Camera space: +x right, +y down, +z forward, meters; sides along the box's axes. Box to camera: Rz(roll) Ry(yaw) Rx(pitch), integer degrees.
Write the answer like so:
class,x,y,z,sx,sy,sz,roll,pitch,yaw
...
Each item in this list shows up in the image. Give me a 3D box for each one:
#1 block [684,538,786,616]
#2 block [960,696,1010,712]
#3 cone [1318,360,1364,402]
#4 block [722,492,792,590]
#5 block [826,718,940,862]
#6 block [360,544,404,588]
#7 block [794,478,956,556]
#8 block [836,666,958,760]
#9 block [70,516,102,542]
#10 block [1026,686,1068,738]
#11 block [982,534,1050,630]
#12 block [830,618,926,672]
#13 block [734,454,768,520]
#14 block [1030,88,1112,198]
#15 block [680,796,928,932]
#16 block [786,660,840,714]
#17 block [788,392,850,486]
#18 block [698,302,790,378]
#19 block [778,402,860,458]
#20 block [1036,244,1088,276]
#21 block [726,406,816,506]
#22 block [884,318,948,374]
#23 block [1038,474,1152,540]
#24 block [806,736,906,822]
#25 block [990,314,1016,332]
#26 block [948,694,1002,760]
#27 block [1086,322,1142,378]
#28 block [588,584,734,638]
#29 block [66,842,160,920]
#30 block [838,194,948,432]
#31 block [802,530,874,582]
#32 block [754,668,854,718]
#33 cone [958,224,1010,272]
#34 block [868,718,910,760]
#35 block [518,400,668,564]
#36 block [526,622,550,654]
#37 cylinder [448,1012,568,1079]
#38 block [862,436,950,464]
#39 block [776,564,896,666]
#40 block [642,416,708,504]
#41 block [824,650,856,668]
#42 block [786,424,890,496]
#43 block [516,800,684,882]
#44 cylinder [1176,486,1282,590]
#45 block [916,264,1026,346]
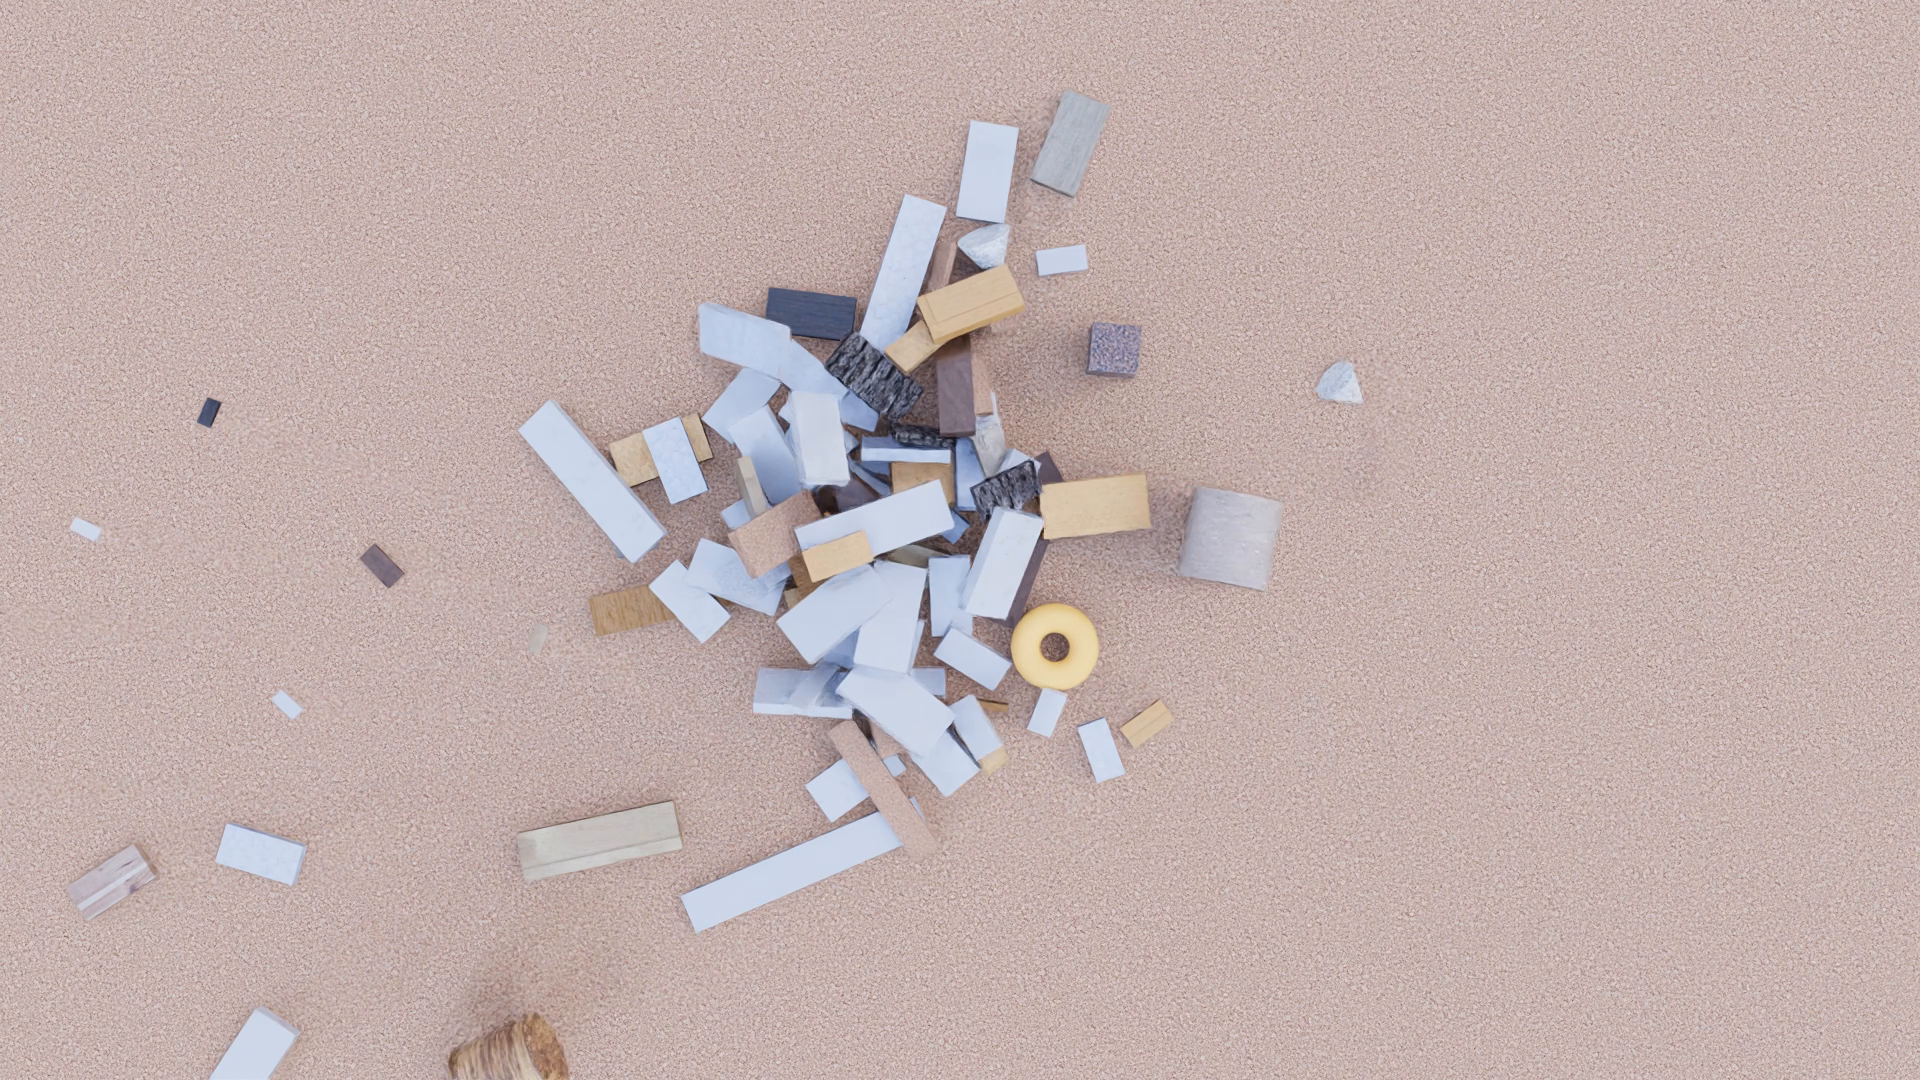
class,x,y,z,sx,sy,sz,roll,pitch,yaw
block,-0.735,0.122,5.436,0.312,0.044,0.156,21,72,-7
block,0.079,0.543,5.459,0.165,0.082,0.023,9,91,0
cone,1.292,-0.493,5.467,0.147,0.147,0.147,33,90,-27
block,-0.644,-0.003,5.443,0.149,0.042,0.299,-31,85,-19
block,-0.254,0.820,5.443,0.098,0.028,0.517,-34,90,0
block,-1.924,0.086,5.490,0.070,0.020,0.139,-44,90,0
block,-0.273,-0.039,5.269,0.487,0.046,0.164,-19,100,-7
block,-0.205,0.529,5.356,0.358,0.051,0.179,39,72,4
block,-2.911,-0.036,5.493,0.092,0.013,0.046,28,90,0
block,0.288,0.568,5.454,0.082,0.023,0.165,20,116,0
block,0.188,0.126,5.483,0.117,0.033,0.328,21,90,-1
block,-0.327,0.299,5.438,0.392,0.049,0.174,15,99,1
block,-0.661,-0.108,5.362,0.043,0.153,0.307,-17,80,-14
block,0.366,-1.315,5.477,0.160,0.045,0.320,22,90,0
block,-0.513,1.076,5.481,0.842,0.038,0.133,-23,90,0
block,-0.480,0.479,5.382,0.070,0.254,0.020,15,125,17
block,-0.449,-0.322,5.238,0.153,0.043,0.307,3,63,-29
block,-0.704,-0.654,5.373,0.328,0.046,0.164,20,125,24
block,-0.462,-0.368,5.433,0.263,0.131,0.037,37,116,0
block,0.339,-0.930,5.488,0.163,0.023,0.081,-8,90,0
block,-0.621,-0.271,5.428,0.149,0.042,0.311,-28,96,16
block,-0.063,-0.707,5.424,0.409,0.029,0.103,-42,77,-14
block,0.442,-0.108,5.456,0.358,0.051,0.179,-6,87,-4
block,-0.346,0.785,5.478,0.304,0.043,0.152,-36,90,0
block,0.128,-0.765,5.424,0.081,0.023,0.163,-8,72,-6
block,0.047,0.611,5.399,0.098,0.028,0.196,-31,89,13
block,0.503,-0.622,5.422,0.156,0.156,0.156,5,90,0
block,-0.993,0.205,5.482,0.463,0.037,0.130,-13,90,0
block,-2.814,1.134,5.481,0.266,0.038,0.133,-33,90,0
block,-0.234,-0.751,5.479,0.145,0.041,0.783,18,90,0
block,-0.387,0.050,5.221,0.207,0.029,0.104,-20,100,-7
block,-0.509,0.502,5.425,0.320,0.160,0.045,4,132,0
cone,0.105,-0.923,5.459,0.182,0.182,0.182,-21,117,0
block,-0.237,0.590,5.392,0.117,0.033,0.233,-12,70,-15
block,-1.212,-0.193,5.450,0.152,0.043,0.585,-41,88,12
block,-1.404,0.328,5.493,0.048,0.014,0.095,19,90,0
cylinder,-1.467,1.726,5.362,0.277,0.277,0.277,-25,90,0
block,-0.179,-0.296,5.414,0.290,0.145,0.041,2,108,-4
block,-0.400,0.224,5.315,0.348,0.049,0.174,-39,78,-4
block,-0.937,-0.261,5.437,0.130,0.037,0.260,-21,90,0
block,-0.395,0.390,5.492,0.112,0.016,0.056,15,90,0
block,-0.415,-0.208,5.456,0.420,0.044,0.156,32,107,0
block,-1.195,0.997,5.477,0.531,0.045,0.160,-12,90,0
cylinder,0.875,-0.004,5.356,0.288,0.288,0.288,11,90,0
block,0.035,-0.771,5.392,0.320,0.045,0.160,-22,73,-3
